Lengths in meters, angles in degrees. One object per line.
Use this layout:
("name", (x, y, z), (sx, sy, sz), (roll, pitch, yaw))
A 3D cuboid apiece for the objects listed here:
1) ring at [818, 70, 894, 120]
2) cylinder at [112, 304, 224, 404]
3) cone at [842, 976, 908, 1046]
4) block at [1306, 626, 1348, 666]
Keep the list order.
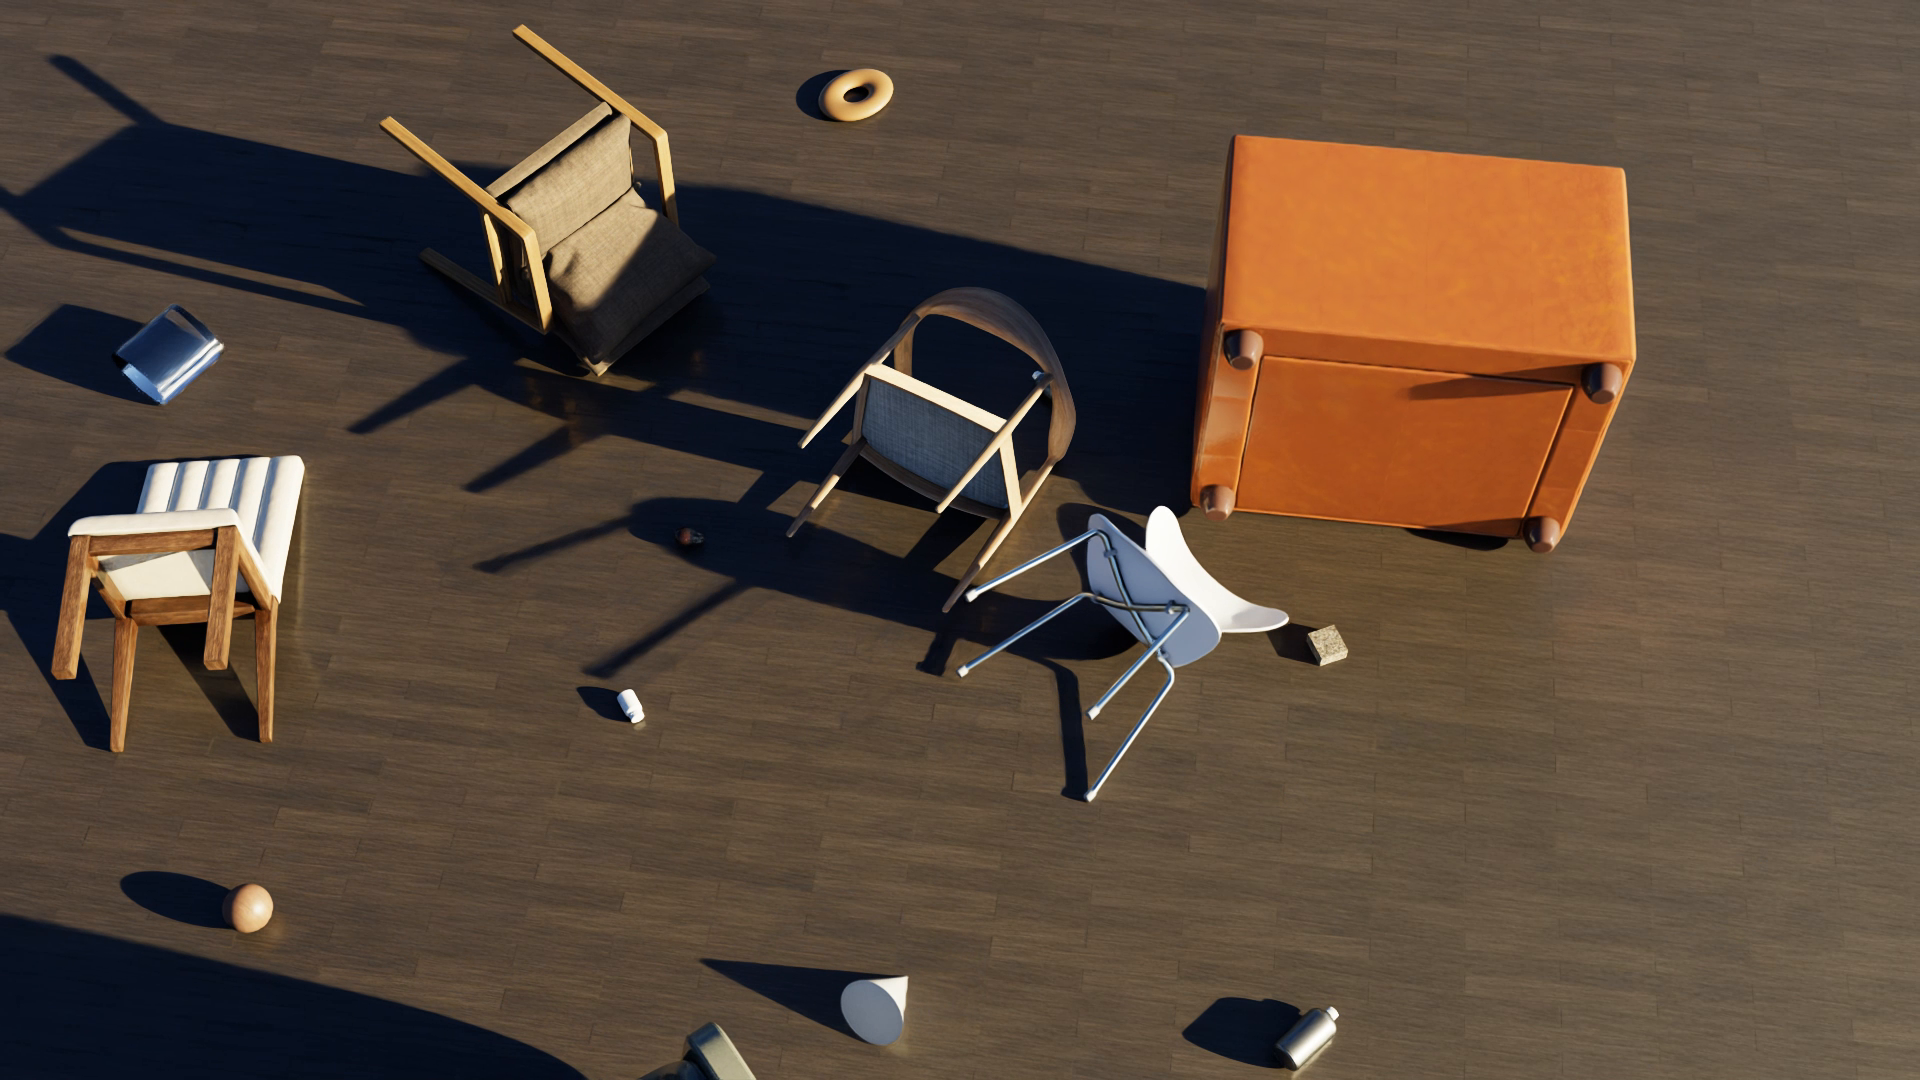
("ring", (-0.359, -1.535, 7.581), (0.281, 0.039, 0.217), (-34, 63, -20))
("cylinder", (-2.473, -0.581, 6.871), (0.223, 0.135, 0.248), (42, 63, -3))
("cone", (-0.182, 1.184, 5.728), (0.186, 0.192, 0.184), (17, 29, 24))
("block", (1.059, 0.304, 6.345), (0.083, 0.041, 0.091), (-17, 58, -11))
